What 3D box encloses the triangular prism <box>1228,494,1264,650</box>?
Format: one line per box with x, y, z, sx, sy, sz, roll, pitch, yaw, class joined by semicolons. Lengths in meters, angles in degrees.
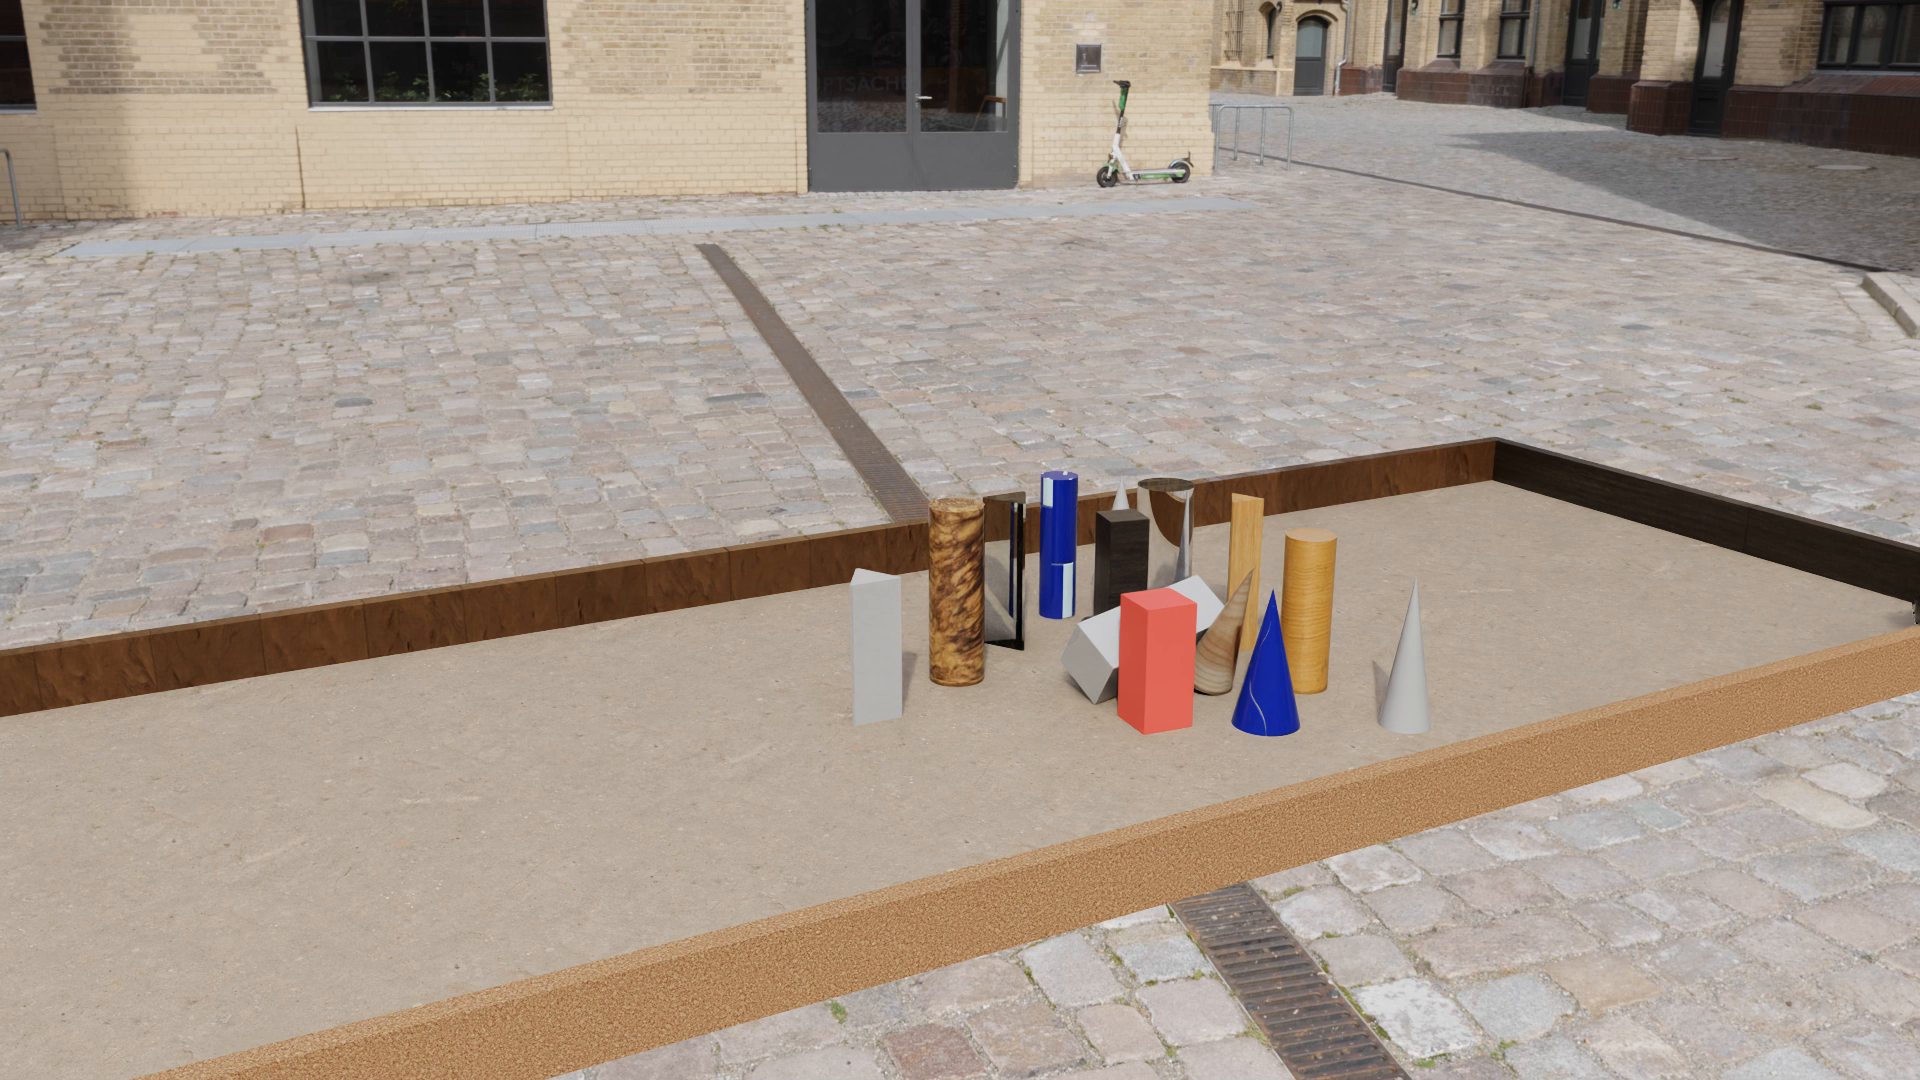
0.729;0.084;4.341;0.092;0.410;0.080;-6;17;-20;triangular prism

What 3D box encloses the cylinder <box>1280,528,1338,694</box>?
0.854;0.175;4.063;0.124;0.392;0.124;0;16;0;cylinder

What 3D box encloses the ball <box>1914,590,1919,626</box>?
2.645;0.184;4.373;0.201;0.201;0.201;0;16;0;ball

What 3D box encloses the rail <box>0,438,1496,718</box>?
-3.305;0.497;3.399;12.000;0.150;0.050;-9;18;-27;rail

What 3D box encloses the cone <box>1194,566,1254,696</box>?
0.656;0.201;4.011;0.137;0.346;0.137;12;32;-8;cone

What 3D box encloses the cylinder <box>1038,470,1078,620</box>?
0.274;0.014;4.596;0.104;0.400;0.104;0;16;0;cylinder

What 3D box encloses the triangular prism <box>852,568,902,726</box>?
-0.217;0.248;3.896;0.127;0.347;0.110;-8;18;-26;triangular prism

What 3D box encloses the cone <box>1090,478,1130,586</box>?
0.473;-0.030;4.861;0.168;0.336;0.168;0;16;0;cone

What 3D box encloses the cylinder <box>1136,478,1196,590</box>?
0.568;0.027;4.595;0.158;0.376;0.158;0;16;0;cylinder

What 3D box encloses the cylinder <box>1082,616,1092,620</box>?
0.476;0.246;4.280;0.310;0.135;0.135;-7;18;-22;cylinder

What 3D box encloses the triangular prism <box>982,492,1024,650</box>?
0.141;0.077;4.380;0.128;0.402;0.111;10;19;30;triangular prism

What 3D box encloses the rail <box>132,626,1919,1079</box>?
-2.336;1.006;1.665;12.000;0.150;0.050;-9;18;-27;rail

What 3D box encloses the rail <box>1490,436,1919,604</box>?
2.466;-0.048;5.253;0.050;0.150;2.100;-9;18;-27;rail

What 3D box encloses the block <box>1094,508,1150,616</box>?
0.426;0.106;4.364;0.108;0.356;0.108;-5;17;-16;block

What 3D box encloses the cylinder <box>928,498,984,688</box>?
-0.008;0.130;4.109;0.139;0.452;0.139;0;16;0;cylinder

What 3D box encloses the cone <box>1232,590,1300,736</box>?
0.721;0.271;3.841;0.161;0.334;0.161;0;16;0;cone

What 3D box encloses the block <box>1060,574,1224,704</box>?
0.463;0.243;4.079;0.397;0.147;0.147;-20;58;-32;block

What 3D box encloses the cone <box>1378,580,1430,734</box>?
1.046;0.257;3.830;0.121;0.368;0.121;0;16;0;cone

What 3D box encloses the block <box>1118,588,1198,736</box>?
0.460;0.282;3.855;0.129;0.305;0.129;-7;18;-22;block
